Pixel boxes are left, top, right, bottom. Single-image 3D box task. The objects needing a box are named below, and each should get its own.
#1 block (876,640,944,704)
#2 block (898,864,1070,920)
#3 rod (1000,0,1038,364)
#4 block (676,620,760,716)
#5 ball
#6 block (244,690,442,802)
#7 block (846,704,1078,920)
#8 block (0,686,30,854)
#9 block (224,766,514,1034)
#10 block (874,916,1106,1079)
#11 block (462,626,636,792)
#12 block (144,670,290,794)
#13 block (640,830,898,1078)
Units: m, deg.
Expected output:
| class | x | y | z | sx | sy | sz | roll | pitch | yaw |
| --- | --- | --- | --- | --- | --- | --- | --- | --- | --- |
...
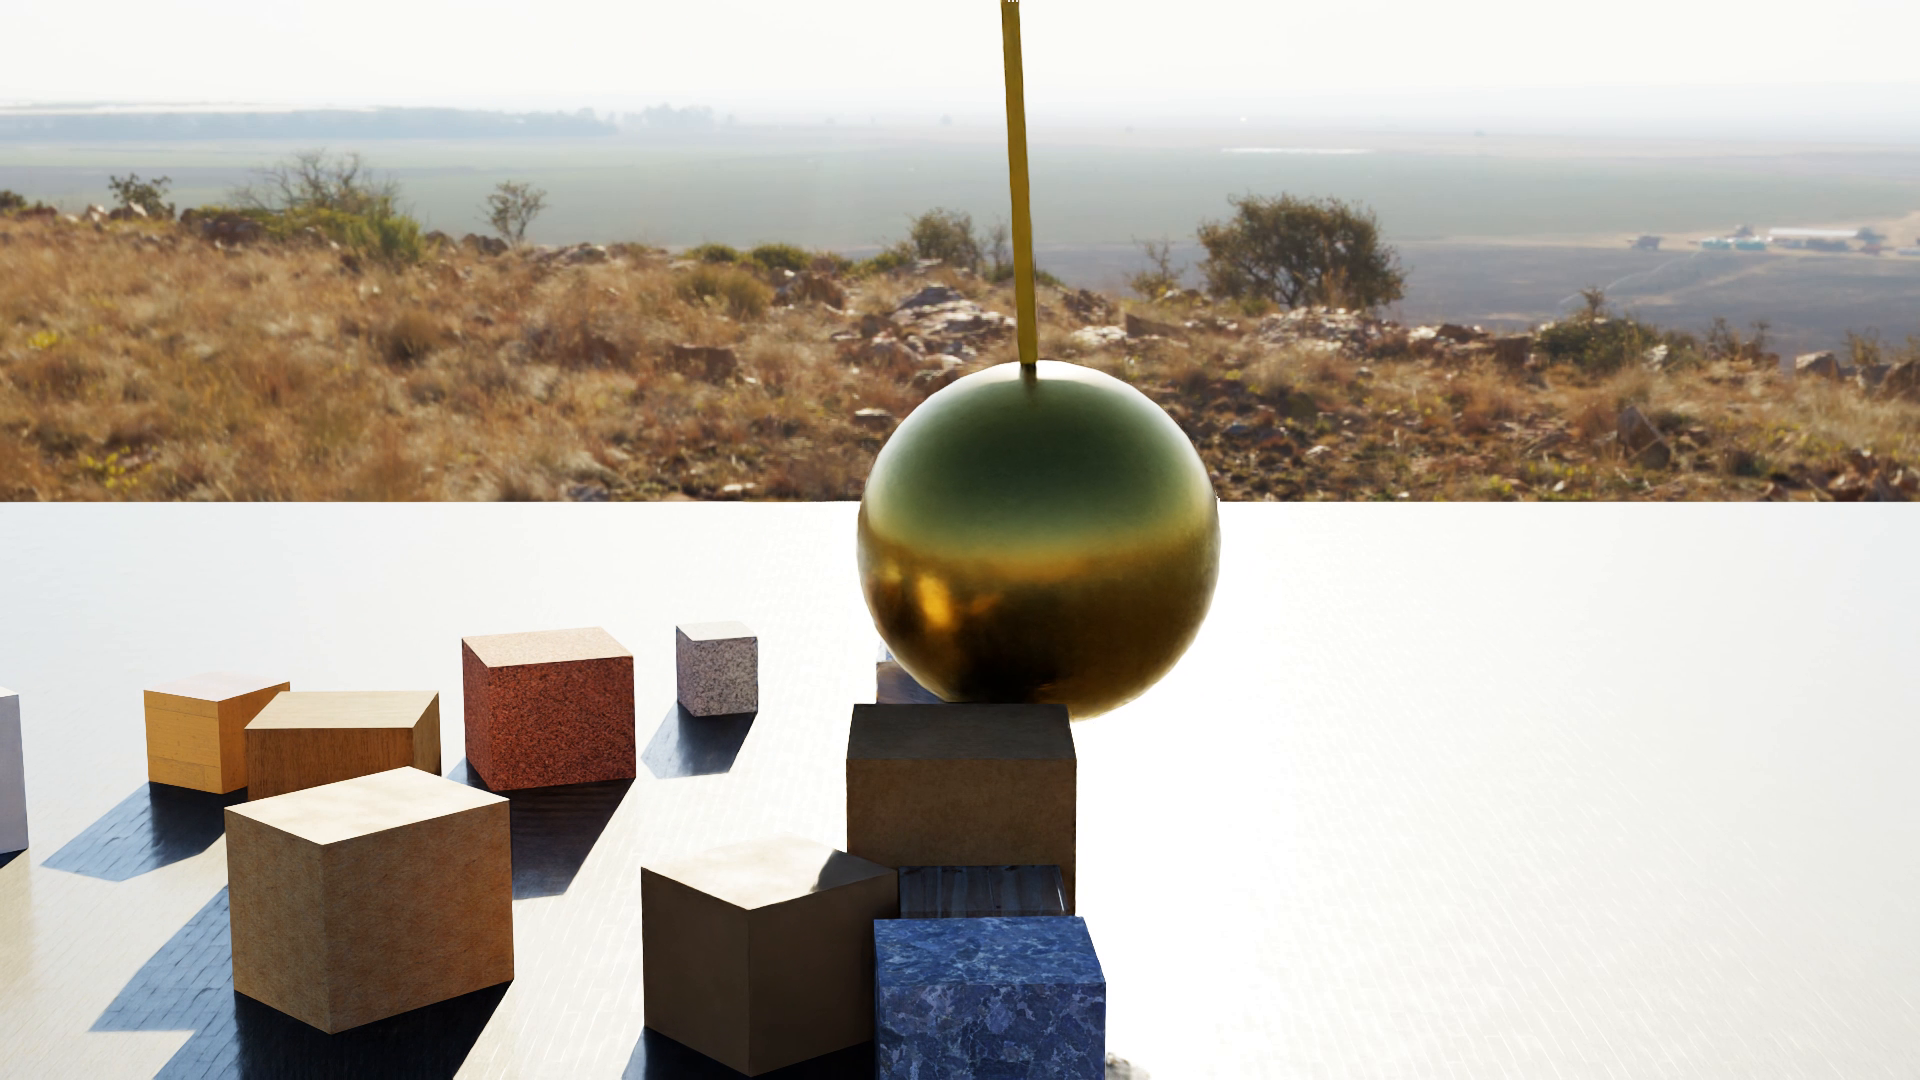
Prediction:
| class | x | y | z | sx | sy | sz | roll | pitch | yaw |
| --- | --- | --- | --- | --- | --- | --- | --- | --- | --- |
| block | -0.001 | 0.897 | 12.331 | 0.773 | 0.823 | 0.794 | 0 | 10 | 0 |
| block | 0.082 | 1.549 | 9.594 | 0.612 | 0.520 | 0.538 | 0 | 10 | -2 |
| rod | 0.148 | -3.319 | 10.577 | 0.080 | 5.200 | 0.080 | -3 | 10 | 1 |
| block | -1.367 | 0.716 | 14.420 | 0.369 | 0.431 | 0.446 | -3 | 11 | -18 |
| ball | 0.341 | 0.021 | 11.184 | 1.600 | 1.600 | 1.600 | 0 | 10 | 0 |
| block | -2.802 | 1.090 | 11.741 | 0.739 | 0.654 | 0.689 | 0 | 10 | -2 |
| block | 0.003 | 1.215 | 10.255 | 0.881 | 0.940 | 0.867 | 0 | 10 | 0 |
| block | -4.777 | 1.051 | 11.755 | 0.684 | 0.727 | 0.735 | -10 | 14 | -42 |
| block | -2.286 | 1.376 | 9.960 | 0.687 | 0.730 | 0.831 | 10 | 14 | 43 |
| block | 0.086 | 1.675 | 8.515 | 0.721 | 0.658 | 0.656 | -1 | 10 | -4 |
| block | -2.108 | 0.850 | 13.123 | 0.733 | 0.632 | 0.734 | -4 | 11 | -21 |
| block | -3.740 | 0.962 | 12.958 | 0.505 | 0.471 | 0.500 | 6 | 12 | 29 |
| block | -0.705 | 1.514 | 9.505 | 0.677 | 0.620 | 0.672 | -9 | 14 | -40 |
